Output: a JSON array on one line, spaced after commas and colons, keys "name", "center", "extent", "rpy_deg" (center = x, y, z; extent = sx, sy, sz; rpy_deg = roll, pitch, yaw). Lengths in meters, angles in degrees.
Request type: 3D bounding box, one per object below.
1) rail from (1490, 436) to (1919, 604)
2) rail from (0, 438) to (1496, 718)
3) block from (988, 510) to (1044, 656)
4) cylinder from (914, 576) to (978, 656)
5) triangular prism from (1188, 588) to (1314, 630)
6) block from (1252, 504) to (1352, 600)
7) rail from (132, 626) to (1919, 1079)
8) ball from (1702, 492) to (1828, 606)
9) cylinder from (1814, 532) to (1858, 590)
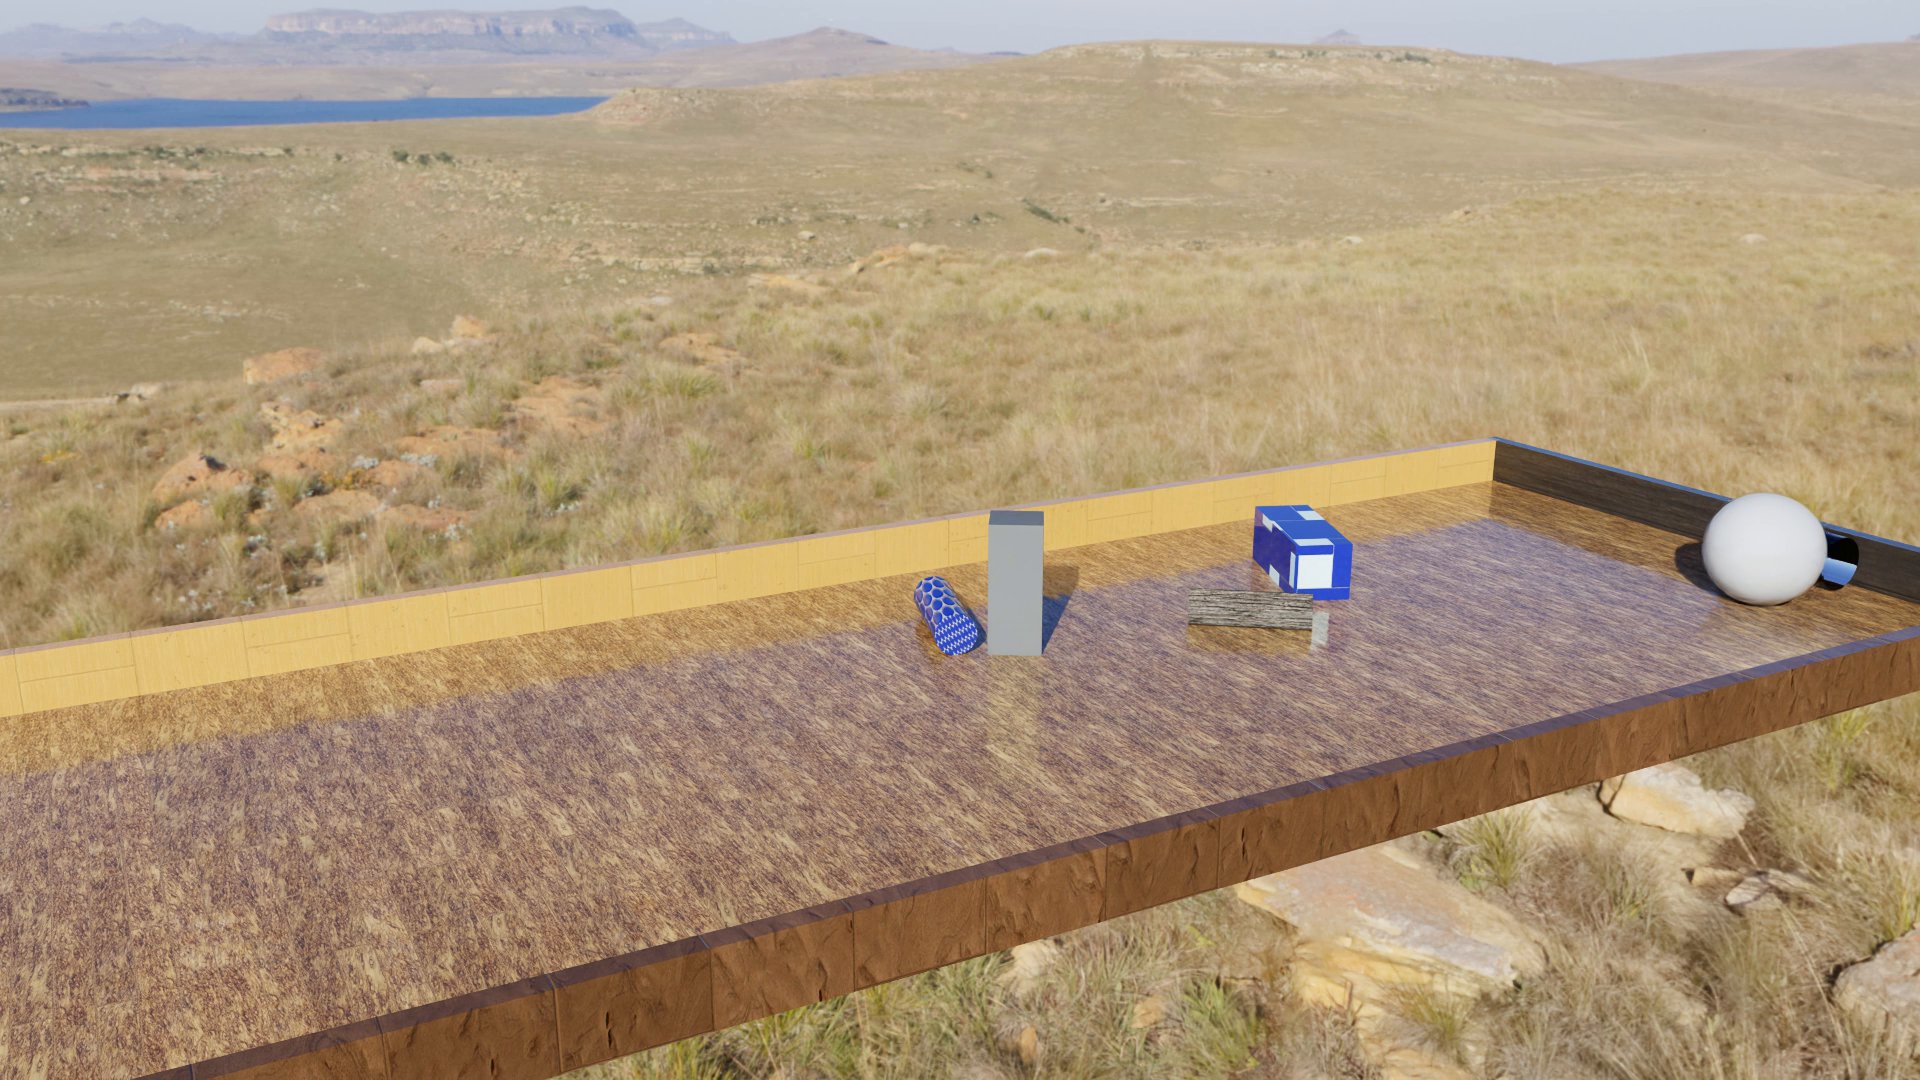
[{"name": "rail", "center": [2.466, -0.048, 5.253], "extent": [0.050, 0.150, 2.100], "rpy_deg": [-9, 18, -27]}, {"name": "rail", "center": [-3.305, 0.497, 3.399], "extent": [12.000, 0.150, 0.050], "rpy_deg": [-9, 18, -27]}, {"name": "block", "center": [0.147, 0.112, 4.343], "extent": [0.141, 0.355, 0.141], "rpy_deg": [1, 16, 3]}, {"name": "cylinder", "center": [-0.042, 0.202, 4.469], "extent": [0.113, 0.113, 0.333], "rpy_deg": [-3, 17, -11]}, {"name": "triangular prism", "center": [0.804, 0.183, 4.567], "extent": [0.337, 0.089, 0.102], "rpy_deg": [3, 17, 9]}, {"name": "block", "center": [1.021, 0.033, 4.945], "extent": [0.167, 0.167, 0.432], "rpy_deg": [-2, 16, -5]}, {"name": "rail", "center": [-2.336, 1.006, 1.665], "extent": [12.000, 0.150, 0.050], "rpy_deg": [-9, 18, -27]}, {"name": "ball", "center": [2.289, 0.026, 4.696], "extent": [0.321, 0.321, 0.321], "rpy_deg": [0, 16, 0]}, {"name": "cylinder", "center": [2.503, 0.030, 4.970], "extent": [0.161, 0.161, 0.329], "rpy_deg": [-8, 18, -27]}]
